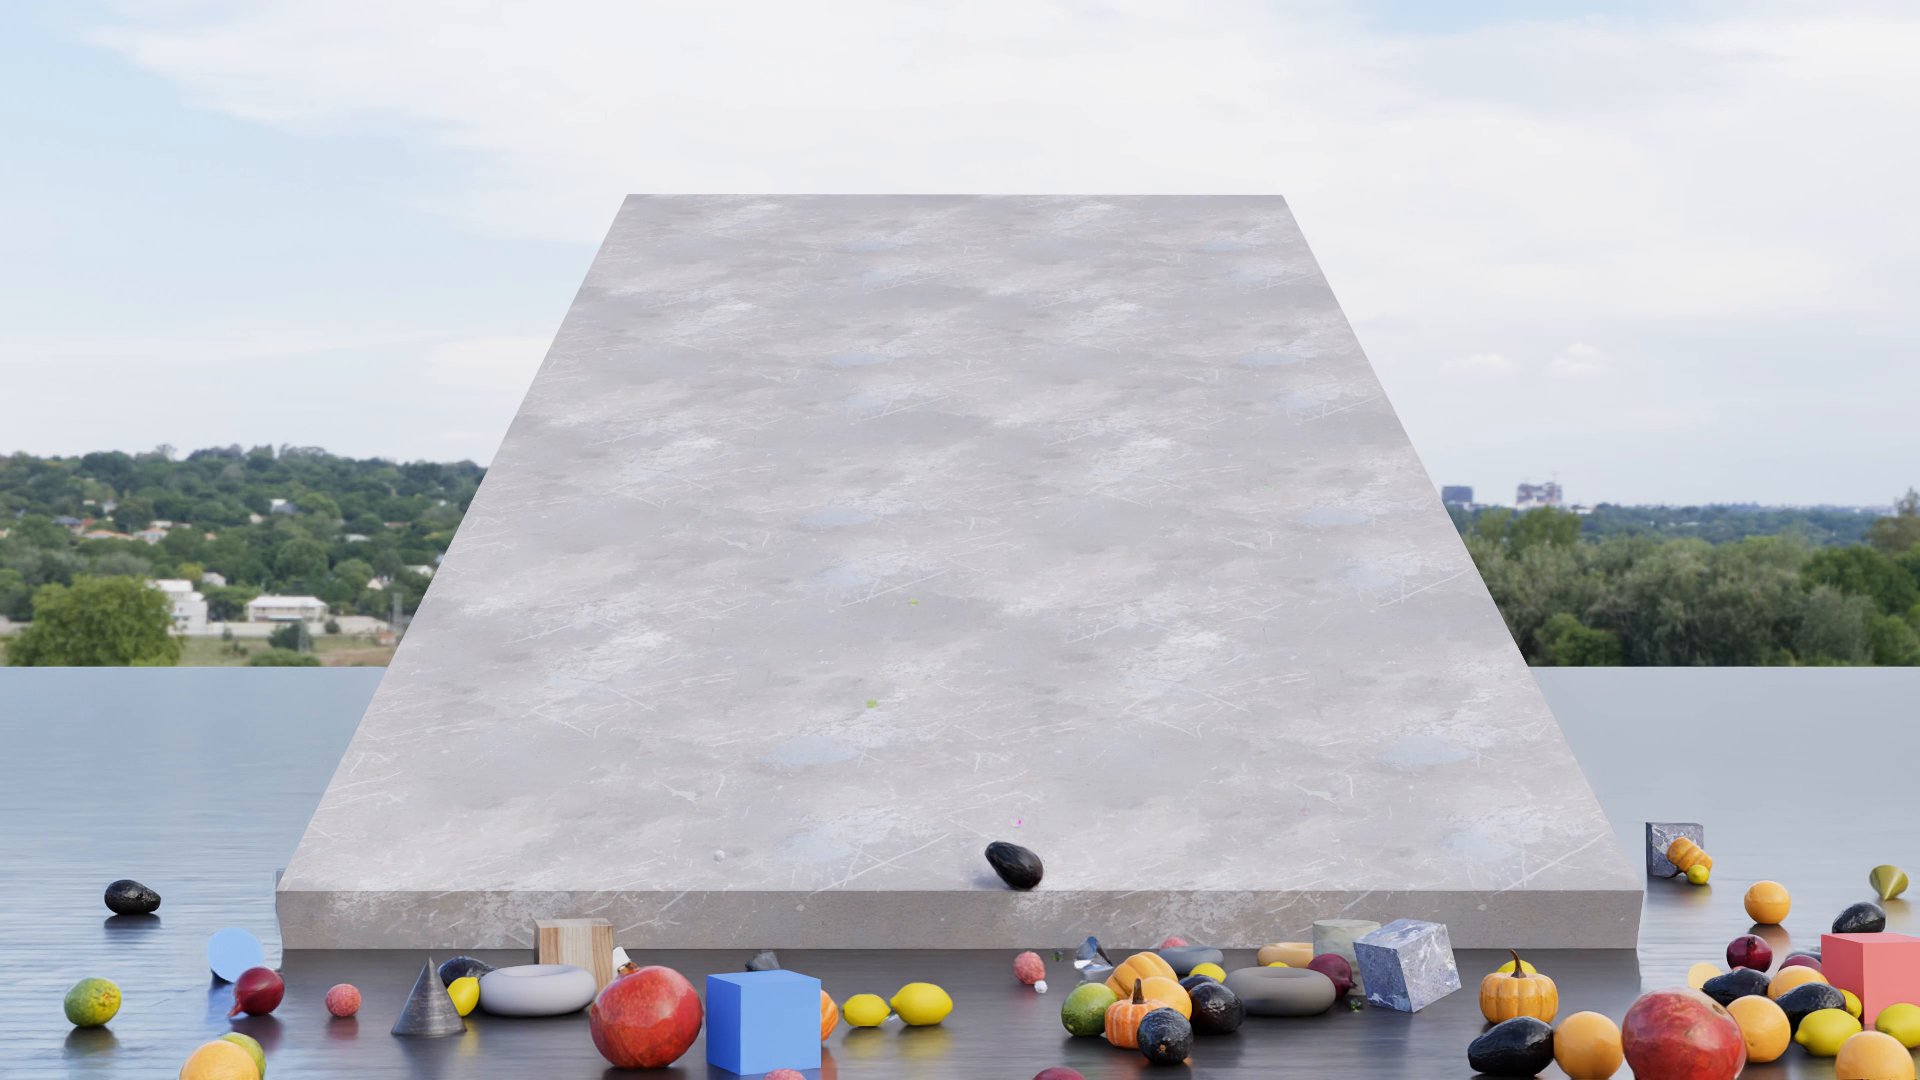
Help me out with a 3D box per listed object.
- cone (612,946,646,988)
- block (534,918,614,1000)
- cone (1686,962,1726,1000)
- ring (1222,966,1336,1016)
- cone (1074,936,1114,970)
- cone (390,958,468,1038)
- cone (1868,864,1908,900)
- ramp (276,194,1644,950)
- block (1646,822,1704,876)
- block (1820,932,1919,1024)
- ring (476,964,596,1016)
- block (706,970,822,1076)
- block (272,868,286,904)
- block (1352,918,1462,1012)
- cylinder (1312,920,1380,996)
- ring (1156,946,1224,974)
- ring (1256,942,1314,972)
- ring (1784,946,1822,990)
[{"bbox_3d":[-0.434,0.571,3.023,0.057,0.057,0.057,27,5,17],"label":"cone"},{"bbox_3d":[-0.494,0.534,2.949,0.091,0.091,0.091,1,-3,-15],"label":"block"},{"bbox_3d":[0.935,0.568,2.927,0.050,0.050,0.050,0,-33,-7],"label":"cone"},{"bbox_3d":[0.388,0.551,2.819,0.139,0.046,0.139,0,-2,0],"label":"ring"},{"bbox_3d":[0.194,0.582,3.200,0.050,0.050,0.050,30,-15,-21],"label":"cone"},{"bbox_3d":[-0.610,0.522,2.660,0.086,0.086,0.086,0,-3,0],"label":"cone"},{"bbox_3d":[1.657,0.627,4.136,0.066,0.066,0.066,-2,23,29],"label":"cone"},{"bbox_3d":[-0.007,-0.226,5.238,2.000,0.100,4.000,0,23,0],"label":"ramp"},{"bbox_3d":[1.432,0.619,4.634,0.098,0.098,0.098,0,-3,9],"label":"block"},{"bbox_3d":[1.100,0.524,2.770,0.094,0.094,0.094,0,-3,-9],"label":"block"},{"bbox_3d":[-0.517,0.549,2.819,0.146,0.049,0.146,-1,-2,0],"label":"ring"},{"bbox_3d":[-0.208,0.508,2.441,0.091,0.091,0.091,2,-3,-29],"label":"block"},{"bbox_3d":[-1.183,0.611,4.090,0.057,0.057,0.057,1,-3,-21],"label":"block"},{"bbox_3d":[0.551,0.523,2.850,0.082,0.082,0.082,-19,7,-30],"label":"block"},{"bbox_3d":[0.500,0.539,2.989,0.086,0.086,0.086,0,-3,0],"label":"cylinder"},{"bbox_3d":[0.315,0.576,3.169,0.094,0.031,0.094,-1,-3,0],"label":"ring"},{"bbox_3d":[0.462,0.571,3.144,0.117,0.039,0.117,1,-4,0],"label":"ring"},{"bbox_3d":[1.152,0.561,3.028,0.139,0.046,0.139,1,-2,0],"label":"ring"}]
